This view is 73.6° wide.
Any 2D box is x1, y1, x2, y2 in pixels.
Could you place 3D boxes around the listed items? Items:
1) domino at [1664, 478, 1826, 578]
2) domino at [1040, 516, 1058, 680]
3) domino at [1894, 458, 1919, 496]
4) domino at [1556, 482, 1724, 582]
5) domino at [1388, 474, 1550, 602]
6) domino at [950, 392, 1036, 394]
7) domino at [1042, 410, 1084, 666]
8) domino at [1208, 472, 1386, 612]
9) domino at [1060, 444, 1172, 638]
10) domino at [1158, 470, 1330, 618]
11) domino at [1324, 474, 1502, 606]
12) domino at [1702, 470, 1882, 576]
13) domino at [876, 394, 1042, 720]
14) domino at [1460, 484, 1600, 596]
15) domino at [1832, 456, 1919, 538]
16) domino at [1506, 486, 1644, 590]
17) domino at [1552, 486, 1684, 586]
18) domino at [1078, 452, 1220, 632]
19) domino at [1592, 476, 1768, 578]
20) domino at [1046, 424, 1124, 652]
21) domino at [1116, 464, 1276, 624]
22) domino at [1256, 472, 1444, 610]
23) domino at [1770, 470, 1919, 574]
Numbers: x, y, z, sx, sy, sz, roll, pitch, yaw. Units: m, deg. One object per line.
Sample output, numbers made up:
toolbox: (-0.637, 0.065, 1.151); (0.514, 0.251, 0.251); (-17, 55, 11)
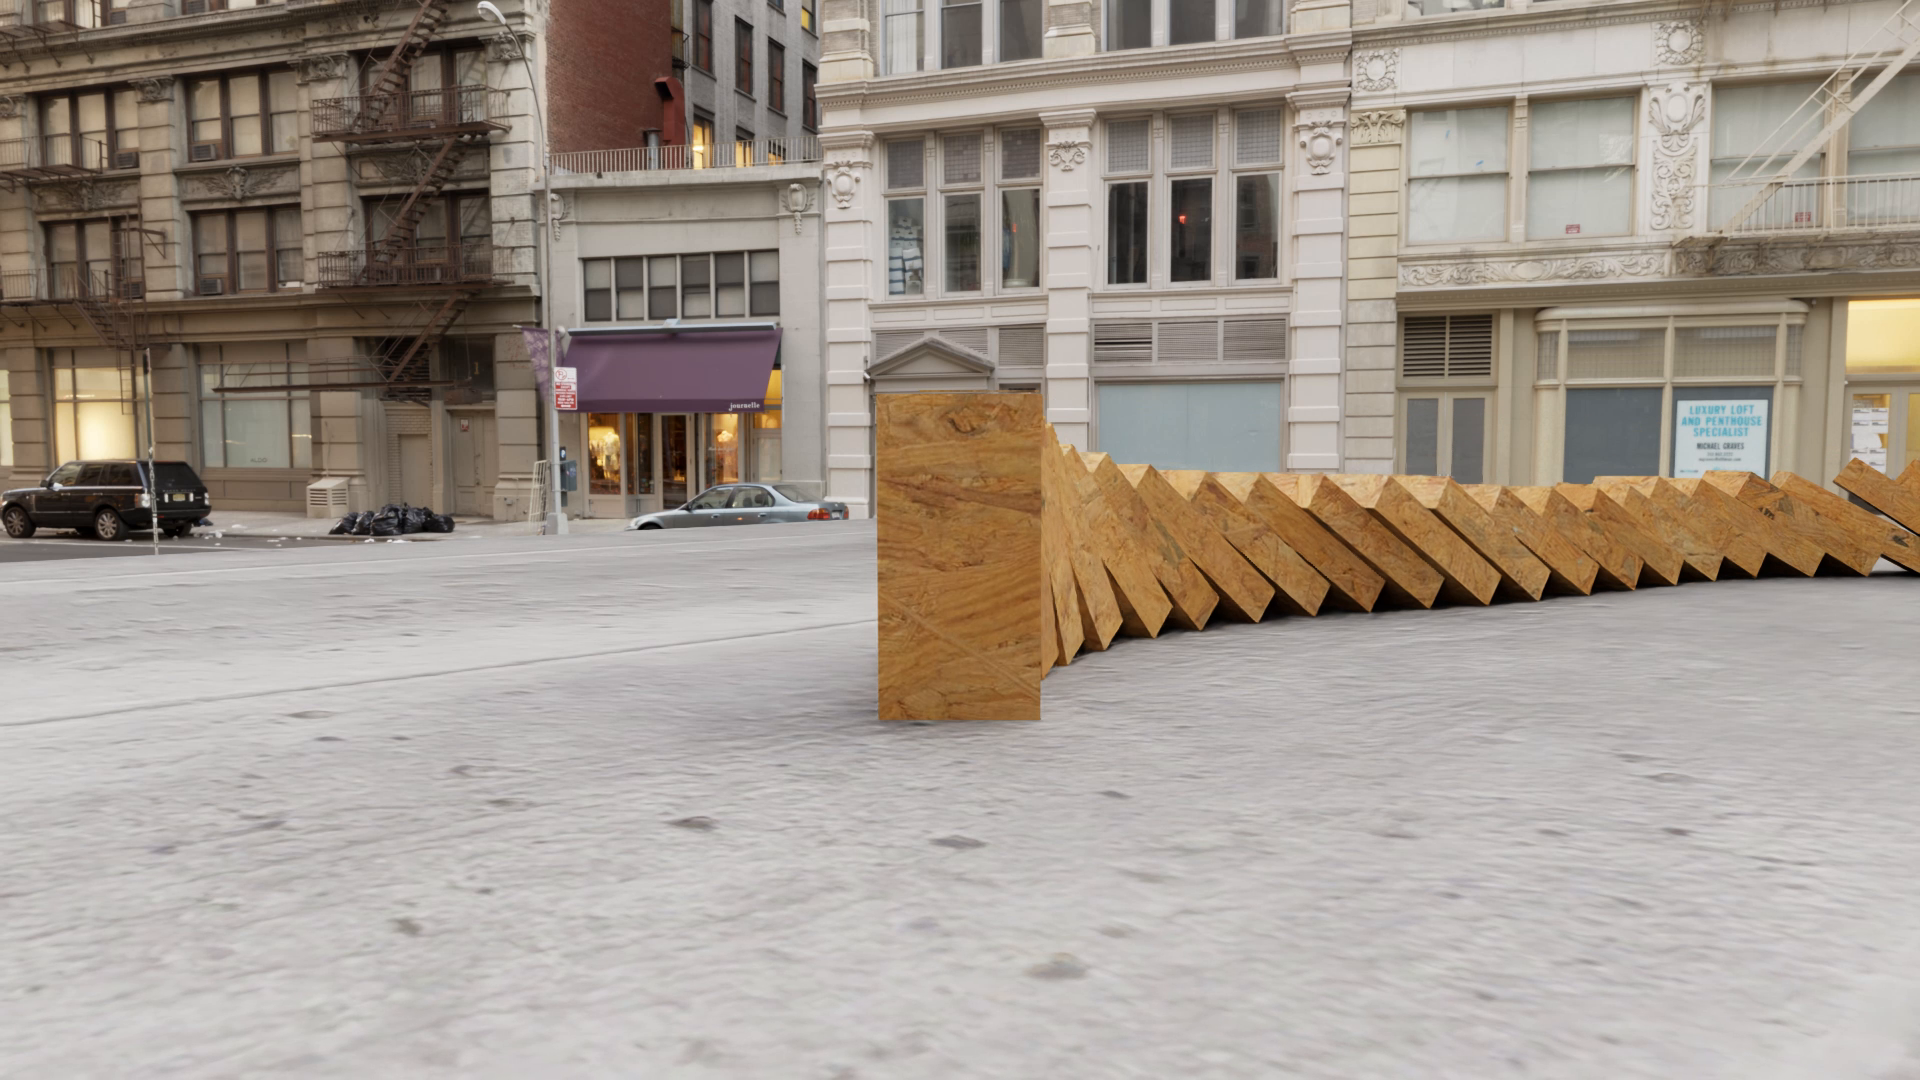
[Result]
domino: (0.250, -0.005, 0.417); (0.050, 0.009, 0.025); (27, 0, -8)
domino: (0.002, 0.000, 0.231); (0.025, 0.050, 0.010); (2, 24, 23)
domino: (0.330, -0.007, 0.412); (0.025, 0.009, 0.050); (1, 37, -44)
domino: (0.209, -0.002, 0.397); (0.050, 0.010, 0.025); (27, -8, -25)
domino: (0.133, -0.001, 0.346); (0.050, 0.009, 0.025); (34, -14, -28)
domino: (0.000, 0.001, 0.215); (0.025, 0.050, 0.009); (0, 14, 6)
domino: (0.007, 0.000, 0.244); (0.025, 0.050, 0.010); (2, 30, 27)
domino: (0.081, 0.000, 0.325); (0.050, 0.010, 0.025); (35, -12, -25)
domino: (0.024, 0.001, 0.277); (0.025, 0.050, 0.010); (4, 50, 45)
domino: (0.065, 0.001, 0.315); (0.050, 0.010, 0.025); (37, -15, -28)
domino: (0.116, 0.000, 0.337); (0.050, 0.010, 0.025); (34, -12, -26)
domino: (0.271, -0.006, 0.421); (0.050, 0.009, 0.025); (31, 4, -2)
domino: (0.000, 0.002, 0.200); (0.025, 0.050, 0.009); (0, 6, 2)
domino: (0.153, 0.000, 0.359); (0.050, 0.009, 0.025); (30, -12, -29)
domino: (0.313, -0.008, 0.421); (0.050, 0.010, 0.025); (43, 23, 25)
domino: (0.172, -0.001, 0.371); (0.050, 0.009, 0.025); (28, -11, -30)
domino: (0.191, -0.001, 0.384); (0.050, 0.009, 0.025); (27, -10, -30)
domino: (0.035, 0.000, 0.291); (0.025, 0.010, 0.050); (5, -35, 52)
domino: (0.228, -0.004, 0.409); (0.050, 0.009, 0.025); (28, -6, -17)
domino: (0.013, 0.000, 0.260); (0.025, 0.050, 0.010); (3, 40, 36)
domino: (0.050, 0.001, 0.304); (0.050, 0.010, 0.025); (41, -18, -28)
domino: (0.099, 0.000, 0.331); (0.050, 0.009, 0.025); (34, -12, -25)
domino: (0.295, -0.006, 0.425); (0.050, 0.010, 0.025); (33, 16, 18)
